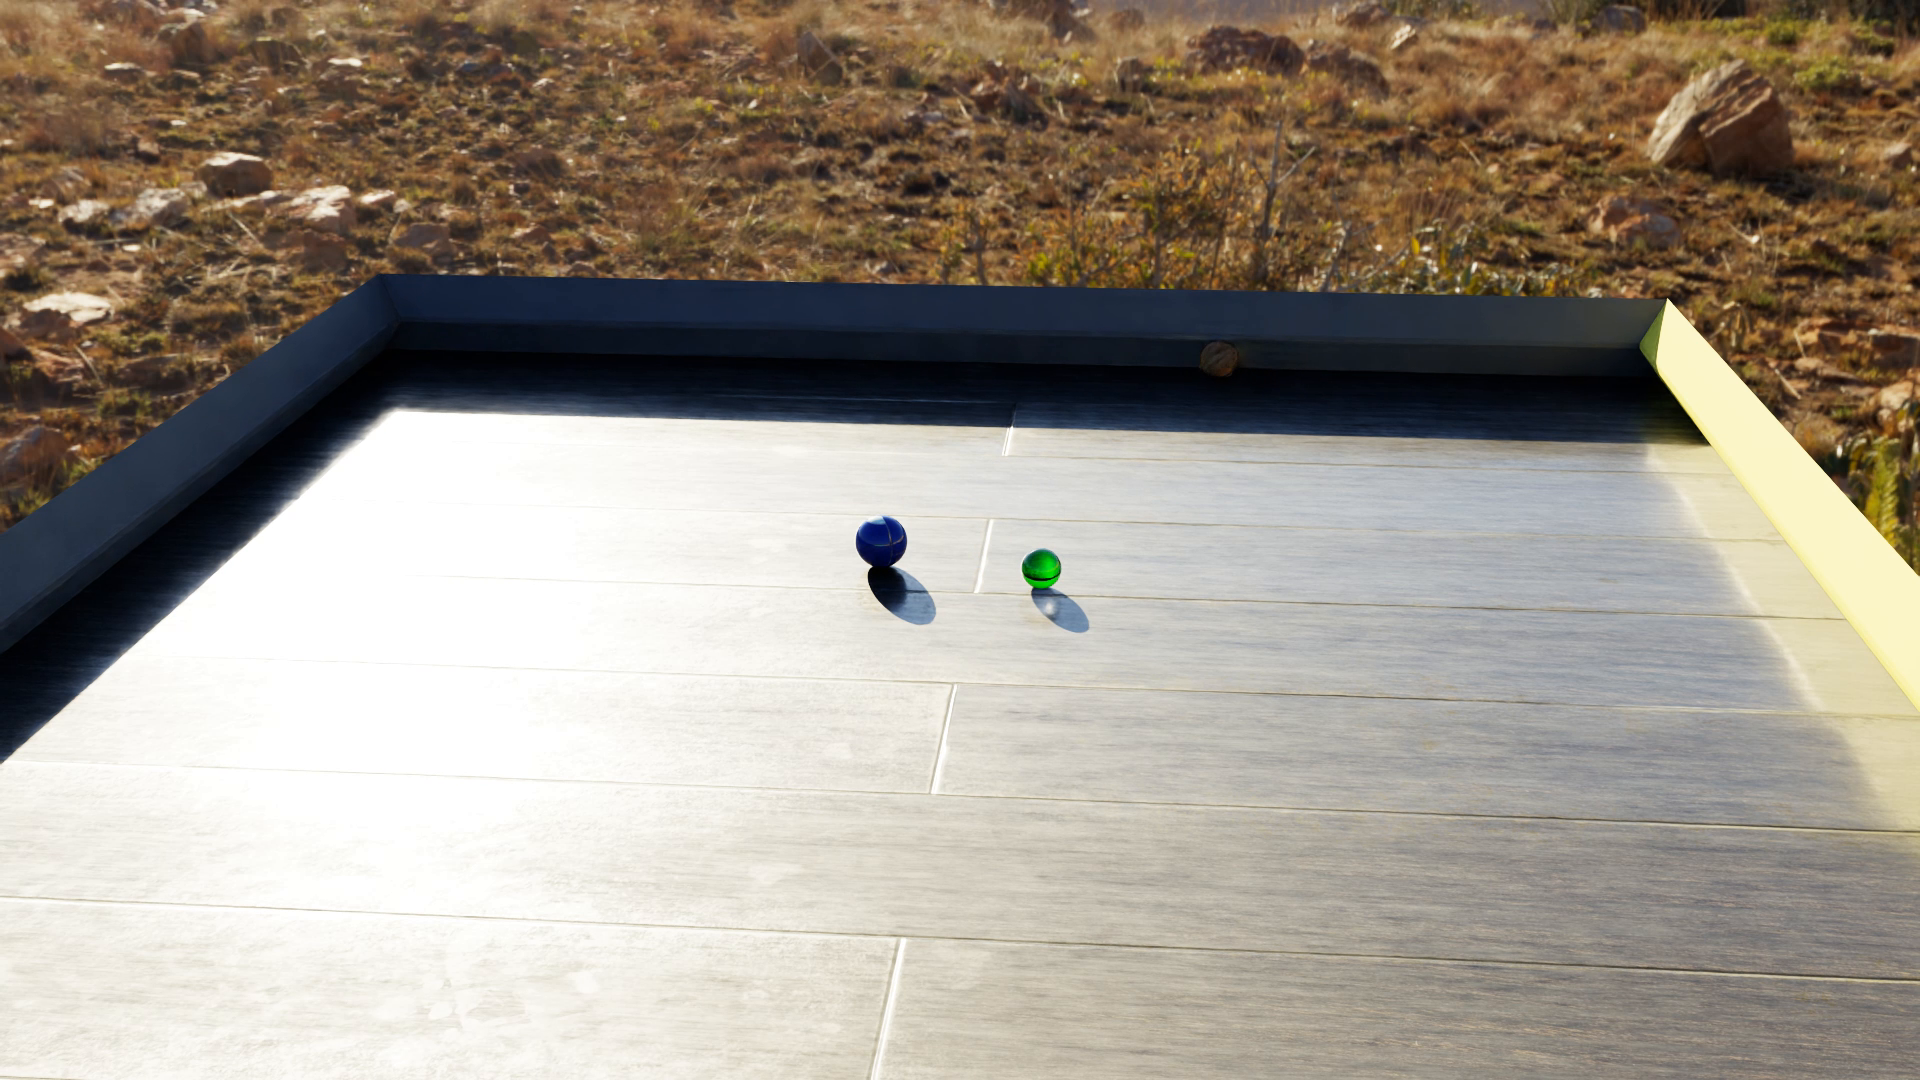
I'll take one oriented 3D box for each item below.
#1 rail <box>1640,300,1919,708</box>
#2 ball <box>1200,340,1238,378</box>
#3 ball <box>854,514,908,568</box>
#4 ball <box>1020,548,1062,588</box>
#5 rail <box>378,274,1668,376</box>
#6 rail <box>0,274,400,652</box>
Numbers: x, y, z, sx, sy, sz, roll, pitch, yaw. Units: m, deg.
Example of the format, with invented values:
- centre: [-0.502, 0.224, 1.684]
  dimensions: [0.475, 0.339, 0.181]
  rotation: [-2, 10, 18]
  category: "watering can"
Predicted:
- centre: [0.875, 0.293, 1.642]
  dimensions: [0.045, 0.118, 3.463]
  rotation: [2, 20, 5]
  category: "rail"
- centre: [0.385, -0.268, 3.267]
  dimensions: [0.056, 0.056, 0.056]
  rotation: [0, 20, 0]
  category: "ball"
- centre: [-0.091, 0.001, 2.525]
  dimensions: [0.061, 0.061, 0.061]
  rotation: [0, 20, 0]
  category: "ball"
- centre: [0.091, 0.032, 2.465]
  dimensions: [0.046, 0.046, 0.046]
  rotation: [0, 20, 0]
  category: "ball"
- centre: [0.071, -0.319, 3.316]
  dimensions: [1.951, 0.118, 0.045]
  rotation: [2, 20, 5]
  category: "rail"
- centre: [-1.022, 0.238, 1.793]
  dimensions: [0.045, 0.118, 3.463]
  rotation: [2, 20, 5]
  category: "rail"
